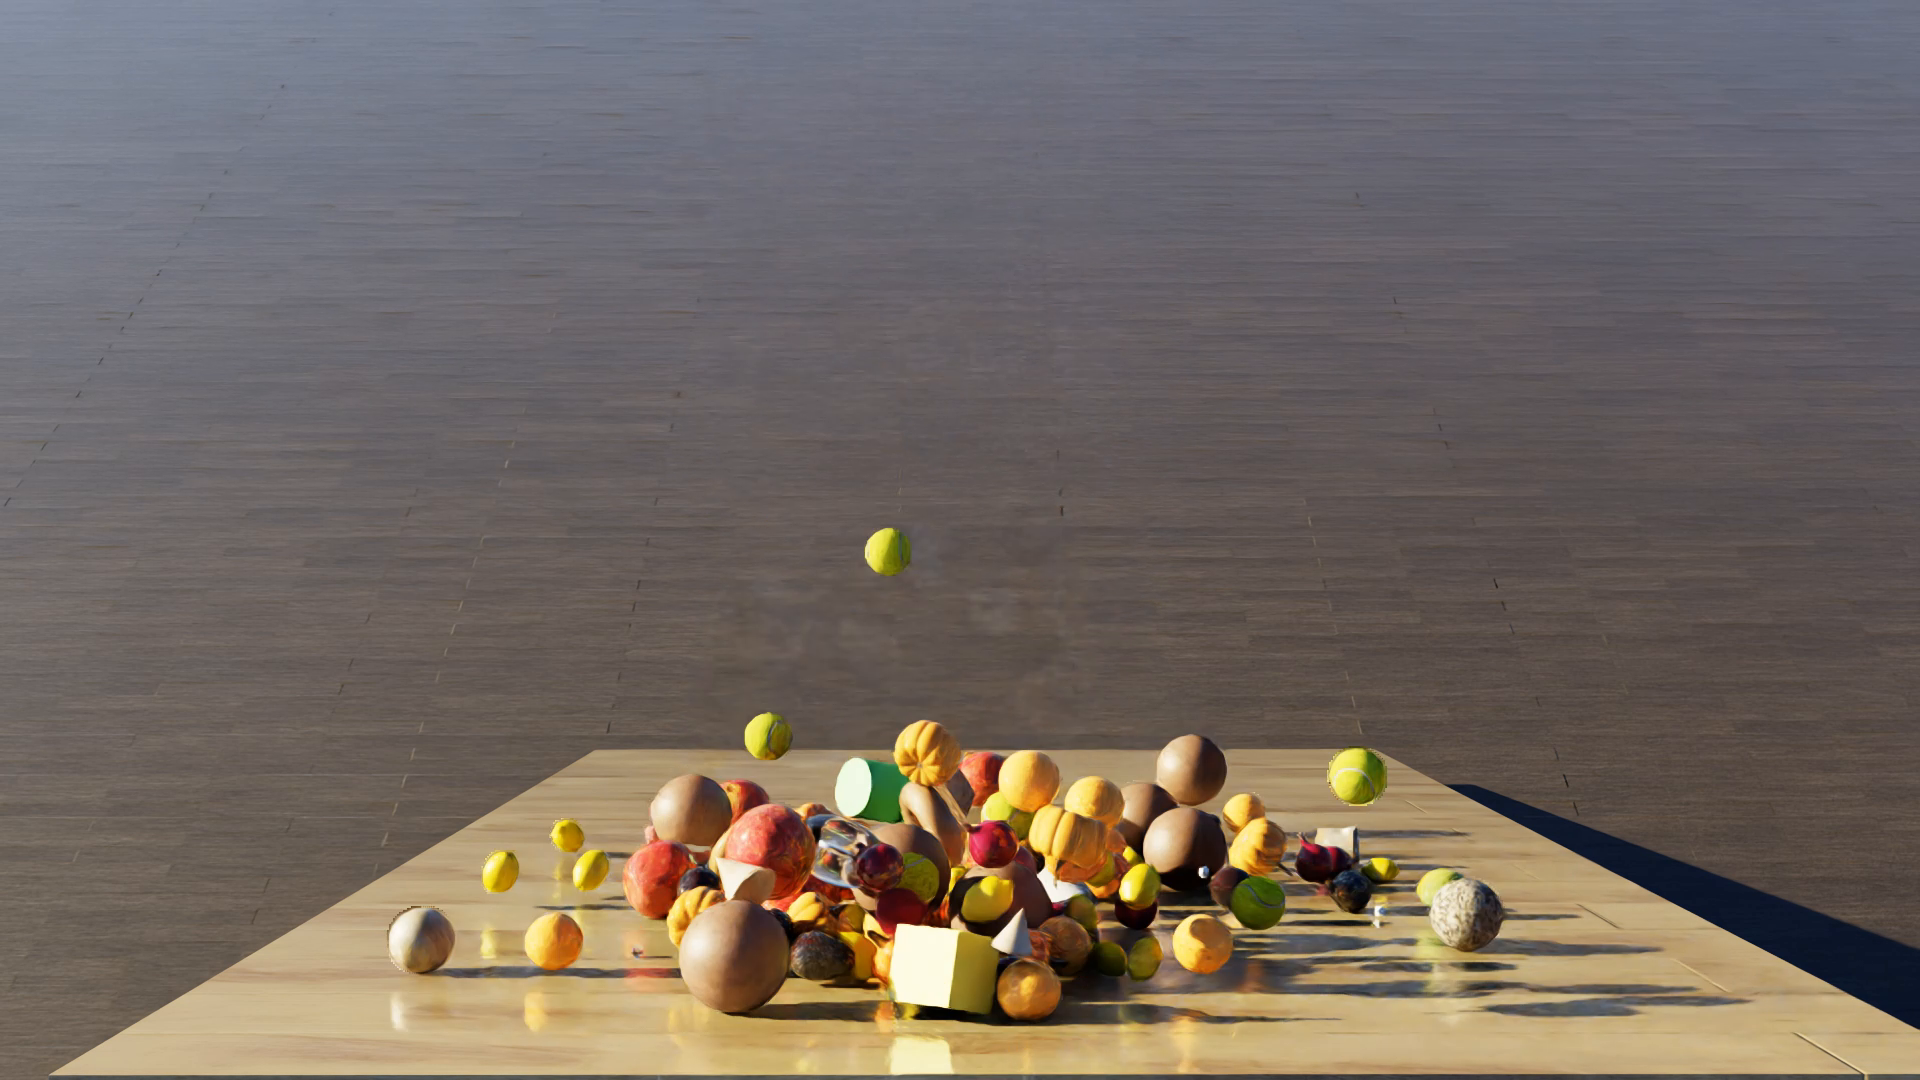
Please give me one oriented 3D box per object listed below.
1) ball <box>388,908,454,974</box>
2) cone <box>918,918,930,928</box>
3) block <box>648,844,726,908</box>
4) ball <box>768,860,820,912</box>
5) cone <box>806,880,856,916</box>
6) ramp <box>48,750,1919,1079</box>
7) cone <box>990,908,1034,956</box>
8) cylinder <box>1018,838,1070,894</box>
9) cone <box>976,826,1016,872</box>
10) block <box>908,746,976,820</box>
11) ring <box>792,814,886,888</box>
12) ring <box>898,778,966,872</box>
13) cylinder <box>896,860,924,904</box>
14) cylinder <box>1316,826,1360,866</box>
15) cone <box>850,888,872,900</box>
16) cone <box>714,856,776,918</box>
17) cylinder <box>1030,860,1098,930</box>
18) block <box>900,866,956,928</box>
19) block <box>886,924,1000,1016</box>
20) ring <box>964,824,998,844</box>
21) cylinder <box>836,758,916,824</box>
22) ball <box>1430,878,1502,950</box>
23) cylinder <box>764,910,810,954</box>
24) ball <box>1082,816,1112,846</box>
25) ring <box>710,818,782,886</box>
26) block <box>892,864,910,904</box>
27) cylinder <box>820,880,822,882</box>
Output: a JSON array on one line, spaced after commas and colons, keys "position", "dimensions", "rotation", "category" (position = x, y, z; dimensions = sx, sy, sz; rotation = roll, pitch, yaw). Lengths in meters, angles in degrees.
[{"position": [-0.678, 0.505, 3.260], "dimensions": [0.082, 0.082, 0.082], "rotation": [0, 30, 0], "category": "ball"}, {"position": [-0.049, 0.506, 3.311], "dimensions": [0.054, 0.054, 0.054], "rotation": [7, 62, 12], "category": "cone"}, {"position": [-0.410, 0.504, 3.881], "dimensions": [0.081, 0.081, 0.081], "rotation": [0, 0, 45], "category": "block"}, {"position": [-0.243, 0.503, 3.754], "dimensions": [0.079, 0.079, 0.079], "rotation": [0, 30, 0], "category": "ball"}, {"position": [-0.188, 0.508, 3.784], "dimensions": [0.074, 0.074, 0.074], "rotation": [0, 0, 0], "category": "cone"}, {"position": [0.066, 0.592, 4.646], "dimensions": [2.000, 0.100, 4.000], "rotation": [0, 0, 0], "category": "ramp"}, {"position": [0.066, 0.439, 2.929], "dimensions": [0.051, 0.051, 0.051], "rotation": [15, 5, -1], "category": "cone"}, {"position": [0.130, 0.499, 3.919], "dimensions": [0.074, 0.074, 0.074], "rotation": [-3, 13, -5], "category": "cylinder"}, {"position": [0.053, 0.401, 3.398], "dimensions": [0.054, 0.054, 0.054], "rotation": [14, 9, -2], "category": "cone"}, {"position": [-0.048, 0.428, 4.350], "dimensions": [0.099, 0.099, 0.099], "rotation": [-30, 11, 18], "category": "block"}, {"position": [-0.150, 0.387, 3.212], "dimensions": [0.123, 0.123, 0.041], "rotation": [9, 49, 15], "category": "ring"}, {"position": [-0.038, 0.385, 3.494], "dimensions": [0.044, 0.131, 0.131], "rotation": [-14, 32, -31], "category": "ring"}, {"position": [-0.057, 0.507, 3.776], "dimensions": [0.055, 0.055, 0.055], "rotation": [25, 12, -5], "category": "cylinder"}, {"position": [0.626, 0.508, 4.291], "dimensions": [0.062, 0.062, 0.062], "rotation": [-4, 28, 17], "category": "cylinder"}, {"position": [-0.151, 0.531, 3.935], "dimensions": [0.057, 0.057, 0.057], "rotation": [4, 27, 7], "category": "cone"}, {"position": [-0.269, 0.398, 3.075], "dimensions": [0.072, 0.072, 0.072], "rotation": [39, 46, 26], "category": "cone"}, {"position": [0.145, 0.494, 3.605], "dimensions": [0.067, 0.067, 0.067], "rotation": [-18, 46, -29], "category": "cylinder"}, {"position": [-0.045, 0.496, 3.575], "dimensions": [0.061, 0.061, 0.061], "rotation": [11, 56, -10], "category": "block"}, {"position": [-0.018, 0.493, 2.968], "dimensions": [0.087, 0.087, 0.087], "rotation": [0, -14, 36], "category": "block"}, {"position": [0.024, 0.528, 4.638], "dimensions": [0.088, 0.029, 0.088], "rotation": [-1, 0, 0], "category": "ring"}, {"position": [-0.133, 0.403, 4.145], "dimensions": [0.095, 0.095, 0.095], "rotation": [14, 17, -37], "category": "cylinder"}, {"position": [0.672, 0.497, 3.432], "dimensions": [0.095, 0.095, 0.095], "rotation": [0, 30, 0], "category": "ball"}, {"position": [-0.228, 0.515, 3.403], "dimensions": [0.052, 0.052, 0.052], "rotation": [-7, 30, 1], "category": "cylinder"}, {"position": [0.244, 0.516, 4.598], "dimensions": [0.052, 0.052, 0.052], "rotation": [0, 30, 0], "category": "ball"}, {"position": [-0.305, 0.448, 3.696], "dimensions": [0.117, 0.117, 0.039], "rotation": [-20, 42, -31], "category": "ring"}, {"position": [-0.073, 0.518, 3.906], "dimensions": [0.051, 0.051, 0.051], "rotation": [0, 0, -12], "category": "block"}, {"position": [-0.180, 0.500, 4.052], "dimensions": [0.084, 0.084, 0.084], "rotation": [-1, 28, 18], "category": "cylinder"}]
